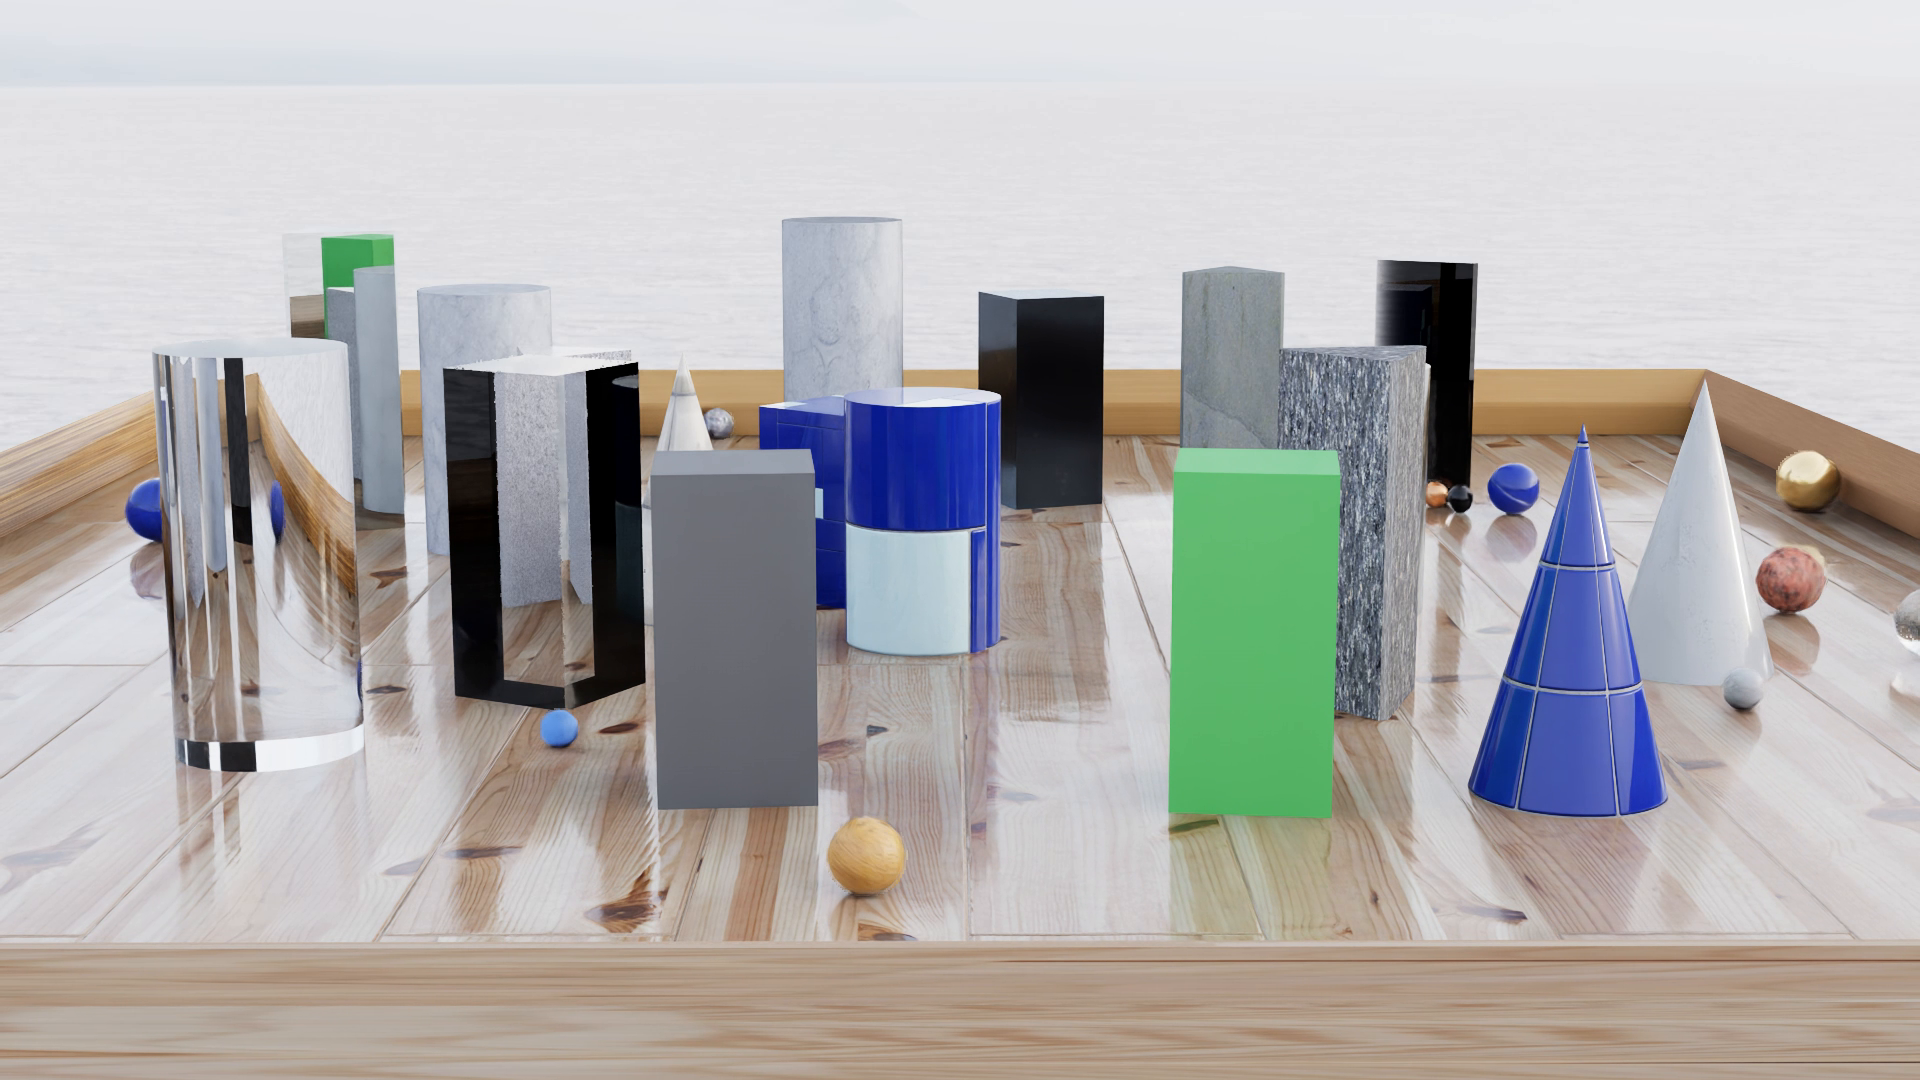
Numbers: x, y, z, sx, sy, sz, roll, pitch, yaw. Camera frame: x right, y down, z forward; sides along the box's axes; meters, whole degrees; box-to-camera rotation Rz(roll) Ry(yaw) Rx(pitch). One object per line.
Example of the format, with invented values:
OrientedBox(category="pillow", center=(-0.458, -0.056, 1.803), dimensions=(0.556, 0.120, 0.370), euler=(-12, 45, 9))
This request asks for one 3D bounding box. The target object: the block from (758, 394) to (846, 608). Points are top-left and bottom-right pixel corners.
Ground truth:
OrientedBox(category="block", center=(-0.165, -0.056, 3.568), dimensions=(0.159, 0.264, 0.159), euler=(8, 13, 38))

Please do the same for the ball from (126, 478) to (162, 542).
OrientedBox(category="ball", center=(-1.240, -0.047, 3.973), dimensions=(0.098, 0.098, 0.098), euler=(0, 10, 0))

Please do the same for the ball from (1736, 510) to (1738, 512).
OrientedBox(category="ball", center=(1.169, -0.036, 3.982), dimensions=(0.074, 0.074, 0.074), euler=(0, 10, 0))

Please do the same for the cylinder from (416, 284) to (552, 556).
OrientedBox(category="cylinder", center=(-0.719, -0.186, 3.910), dimensions=(0.199, 0.394, 0.199), euler=(0, 10, 0))

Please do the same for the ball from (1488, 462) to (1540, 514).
OrientedBox(category="ball", center=(0.911, -0.085, 4.215), dimensions=(0.085, 0.085, 0.085), euler=(0, 10, 0))

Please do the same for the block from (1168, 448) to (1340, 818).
OrientedBox(category="block", center=(0.295, 0.089, 2.572), dimensions=(0.159, 0.341, 0.159), euler=(1, 11, 7))

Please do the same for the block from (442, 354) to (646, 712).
OrientedBox(category="block", center=(-0.483, -0.013, 3.001), dimensions=(0.159, 0.386, 0.159), euler=(6, 12, 28))

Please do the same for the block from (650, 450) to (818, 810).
OrientedBox(category="block", center=(-0.227, 0.087, 2.598), dimensions=(0.159, 0.336, 0.159), euler=(-1, 11, -5))

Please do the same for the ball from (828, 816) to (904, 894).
OrientedBox(category="ball", center=(-0.083, 0.281, 2.283), dimensions=(0.069, 0.069, 0.069), euler=(0, 10, 0))

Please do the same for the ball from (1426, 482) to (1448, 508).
OrientedBox(category="ball", center=(0.792, -0.076, 4.279), dimensions=(0.044, 0.044, 0.044), euler=(0, 10, 0))

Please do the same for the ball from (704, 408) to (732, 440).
OrientedBox(category="ball", center=(-0.479, -0.229, 5.060), dimensions=(0.062, 0.062, 0.062), euler=(0, 10, 0))

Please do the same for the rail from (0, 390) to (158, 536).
OrientedBox(category="rail", center=(-1.476, 0.035, 3.440), dimensions=(0.045, 0.129, 3.394), euler=(0, 10, 0))

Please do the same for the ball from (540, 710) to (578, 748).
OrientedBox(category="ball", center=(-0.433, 0.204, 2.774), dimensions=(0.041, 0.041, 0.041), euler=(0, 10, 0))

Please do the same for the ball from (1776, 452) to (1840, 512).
OrientedBox(category="ball", center=(1.401, -0.096, 4.236), dimensions=(0.100, 0.100, 0.100), euler=(0, 10, 0))

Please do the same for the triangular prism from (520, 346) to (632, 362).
OrientedBox(category="triangular prism", center=(-0.576, -0.104, 3.634), dimensions=(0.173, 0.333, 0.149), euler=(-10, 14, -43))

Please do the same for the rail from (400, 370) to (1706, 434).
OrientedBox(category="rail", center=(-0.010, -0.271, 5.094), dimensions=(2.998, 0.129, 0.045), euler=(0, 10, 0))

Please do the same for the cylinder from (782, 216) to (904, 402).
OrientedBox(category="cylinder", center=(-0.195, -0.295, 4.279), dimensions=(0.199, 0.475, 0.199), euler=(0, 10, 0))

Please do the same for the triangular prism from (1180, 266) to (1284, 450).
OrientedBox(category="triangular prism", center=(0.476, -0.290, 4.530), dimensions=(0.173, 0.375, 0.149), euler=(1, 10, 3))

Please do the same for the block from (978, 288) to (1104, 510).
OrientedBox(category="block", center=(0.135, -0.241, 4.331), dimensions=(0.159, 0.350, 0.159), euler=(-4, 11, -23))

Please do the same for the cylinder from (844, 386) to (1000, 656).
OrientedBox(category="cylinder", center=(-0.048, -0.027, 3.270), dimensions=(0.199, 0.314, 0.199), euler=(0, 10, 0))

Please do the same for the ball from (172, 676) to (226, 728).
OrientedBox(category="ball", center=(-0.847, 0.180, 2.854), dimensions=(0.059, 0.059, 0.059), euler=(0, 10, 0))

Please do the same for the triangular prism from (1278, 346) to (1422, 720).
OrientedBox(category="triangular prism", center=(0.480, -0.017, 2.965), dimensions=(0.149, 0.406, 0.173), euler=(-9, 14, -39))

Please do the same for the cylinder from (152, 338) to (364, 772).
OrientedBox(category="cylinder", center=(-0.747, 0.011, 2.738), dimensions=(0.199, 0.434, 0.199), euler=(0, 10, 0))

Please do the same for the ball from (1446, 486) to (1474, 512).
OrientedBox(category="ball", center=(0.825, -0.068, 4.234), dimensions=(0.044, 0.044, 0.044), euler=(0, 10, 0))

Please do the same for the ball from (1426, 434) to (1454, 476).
OrientedBox(category="ball", center=(0.844, -0.152, 4.597), dimensions=(0.078, 0.078, 0.078), euler=(0, 10, 0))

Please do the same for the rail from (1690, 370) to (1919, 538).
OrientedBox(category="rail", center=(1.476, 0.032, 3.457), dimensions=(0.045, 0.129, 3.394), euler=(0, 10, 0))

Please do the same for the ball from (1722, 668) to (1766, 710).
OrientedBox(category="ball", center=(0.897, 0.171, 2.936), dimensions=(0.048, 0.048, 0.048), euler=(0, 10, 0))

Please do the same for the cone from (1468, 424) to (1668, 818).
OrientedBox(category="cone", center=(0.618, 0.069, 2.577), dimensions=(0.199, 0.378, 0.199), euler=(0, 10, 0))

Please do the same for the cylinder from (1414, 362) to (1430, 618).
OrientedBox(category="cylinder", center=(0.528, -0.071, 3.458), dimensions=(0.199, 0.332, 0.199), euler=(0, 10, 0))

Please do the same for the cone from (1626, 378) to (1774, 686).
OrientedBox(category="cone", center=(0.896, -0.019, 3.117), dimensions=(0.199, 0.356, 0.199), euler=(0, 10, 0))

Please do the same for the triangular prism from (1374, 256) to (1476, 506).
OrientedBox(category="triangular prism", center=(0.808, -0.274, 4.350), dimensions=(0.173, 0.407, 0.149), euler=(6, 12, 29))

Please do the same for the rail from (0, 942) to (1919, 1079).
OrientedBox(category="rail", center=(0.010, 0.338, 1.803), dimensions=(2.998, 0.129, 0.045), euler=(0, 10, 0))

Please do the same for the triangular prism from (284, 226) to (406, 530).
OrientedBox(category="triangular prism", center=(-0.995, -0.258, 4.090), dimensions=(0.173, 0.472, 0.149), euler=(-5, 12, -25))

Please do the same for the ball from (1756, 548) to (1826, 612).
OrientedBox(category="ball", center=(1.119, 0.054, 3.456), dimensions=(0.088, 0.088, 0.088), euler=(0, 10, 0))

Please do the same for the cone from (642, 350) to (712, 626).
OrientedBox(category="cone", center=(-0.368, -0.078, 3.435), dimensions=(0.199, 0.355, 0.199), euler=(0, 10, 0))

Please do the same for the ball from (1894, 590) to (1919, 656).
OrientedBox(category="ball", center=(1.209, 0.103, 3.189), dimensions=(0.089, 0.089, 0.089), euler=(0, 10, 0))
